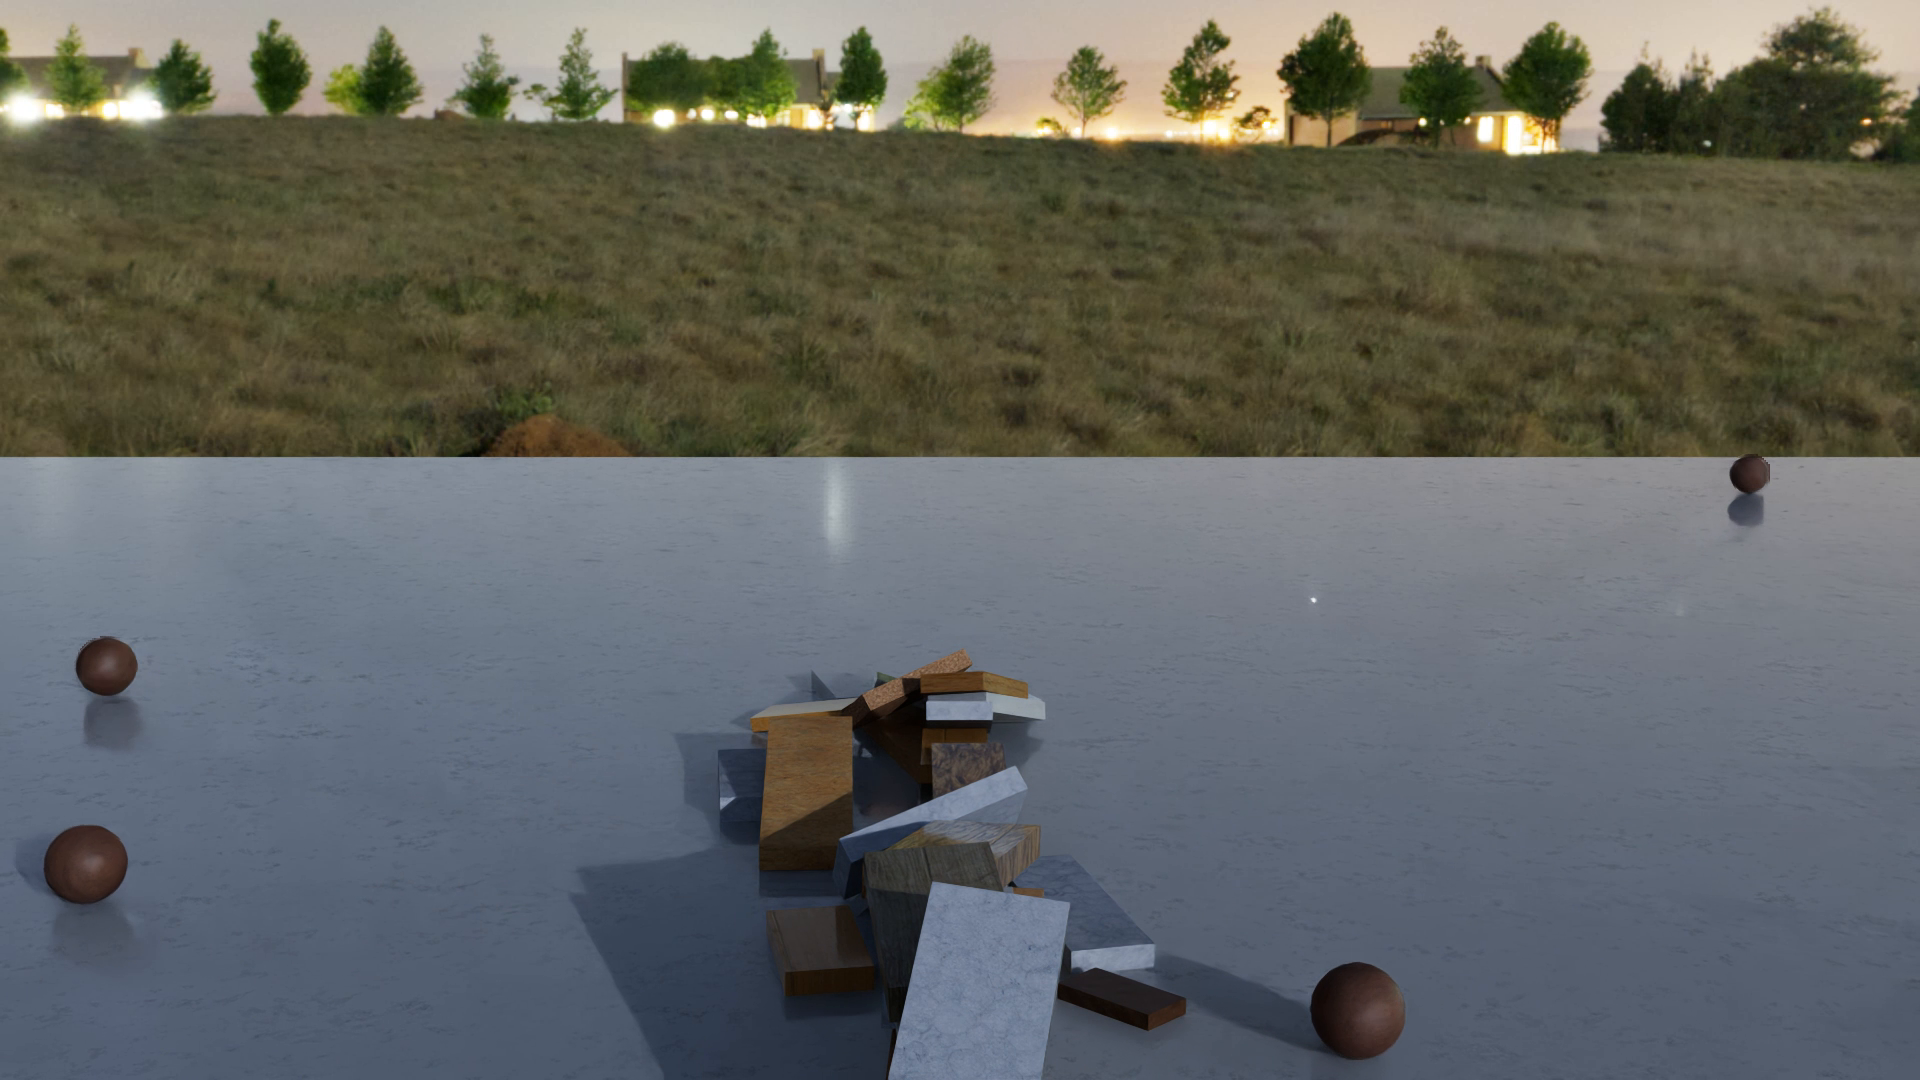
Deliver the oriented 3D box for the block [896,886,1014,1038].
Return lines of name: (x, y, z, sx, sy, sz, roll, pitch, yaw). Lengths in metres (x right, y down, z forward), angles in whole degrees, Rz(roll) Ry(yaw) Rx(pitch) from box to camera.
block: (-0.001, 0.557, 2.818, 0.173, 0.049, 0.346, -3, 21, -4)

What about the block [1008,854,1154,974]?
block: (0.178, 0.596, 3.534, 0.132, 0.037, 0.434, -3, 11, -14)

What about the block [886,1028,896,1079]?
block: (-0.013, 0.746, 2.692, 0.173, 0.049, 0.724, 0, 11, 1)

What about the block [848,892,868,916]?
block: (-0.105, 0.537, 3.552, 0.171, 0.024, 0.086, -46, -8, 33)

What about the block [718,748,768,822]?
block: (-0.381, 0.466, 4.214, 0.161, 0.046, 0.321, -1, 11, -7)

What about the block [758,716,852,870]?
block: (-0.278, 0.456, 4.035, 0.161, 0.046, 0.549, 0, 19, -3)

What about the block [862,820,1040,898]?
block: (-0.004, 0.475, 3.269, 0.172, 0.049, 0.466, 2, 1, 12)

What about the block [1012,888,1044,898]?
block: (0.015, 0.556, 3.032, 0.166, 0.047, 0.331, 1, 11, 8)

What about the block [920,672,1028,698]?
block: (0.032, 0.306, 4.545, 0.135, 0.038, 0.270, -4, -10, 21)

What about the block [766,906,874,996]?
block: (-0.217, 0.626, 3.370, 0.132, 0.037, 0.265, -2, 11, -11)

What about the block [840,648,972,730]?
block: (-0.114, 0.314, 4.579, 0.270, 0.038, 0.135, -22, -13, -34)

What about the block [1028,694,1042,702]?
block: (0.059, 0.343, 4.810, 0.213, 0.030, 0.107, 5, -11, 27)

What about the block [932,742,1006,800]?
block: (0.018, 0.445, 3.965, 0.135, 0.038, 0.406, 0, 12, -1)

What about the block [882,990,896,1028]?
block: (-0.011, 0.635, 3.085, 0.166, 0.047, 0.331, 0, -3, 4)

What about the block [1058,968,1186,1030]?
block: (0.234, 0.666, 3.195, 0.171, 0.024, 0.085, 10, 14, 43)

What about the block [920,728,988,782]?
block: (-0.010, 0.418, 4.284, 0.128, 0.036, 0.257, 0, 11, 0)

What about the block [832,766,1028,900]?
block: (-0.051, 0.484, 3.630, 0.321, 0.046, 0.161, -21, -26, -19)

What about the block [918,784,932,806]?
block: (-0.014, 0.502, 4.043, 0.128, 0.036, 0.256, 0, 11, 0)

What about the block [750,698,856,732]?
block: (-0.325, 0.370, 4.664, 0.213, 0.030, 0.107, -7, 8, 22)

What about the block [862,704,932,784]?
block: (-0.081, 0.415, 4.504, 0.135, 0.038, 0.563, -3, 11, -17)

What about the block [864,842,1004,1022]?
block: (-0.023, 0.499, 2.836, 0.172, 0.049, 0.344, -4, 21, -6)

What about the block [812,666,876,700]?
block: (-0.239, 0.336, 4.931, 0.135, 0.038, 0.270, -3, 11, -15)

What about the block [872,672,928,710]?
block: (-0.083, 0.338, 4.731, 0.213, 0.030, 0.107, 19, 4, -4)

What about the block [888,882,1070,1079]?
block: (0.021, 0.566, 2.600, 0.172, 0.049, 0.344, 8, 44, 6)

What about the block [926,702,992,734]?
block: (-0.001, 0.354, 4.383, 0.128, 0.036, 0.257, 0, -11, 0)

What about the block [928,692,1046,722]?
block: (0.058, 0.350, 4.581, 0.135, 0.038, 0.270, -6, -11, 28)
